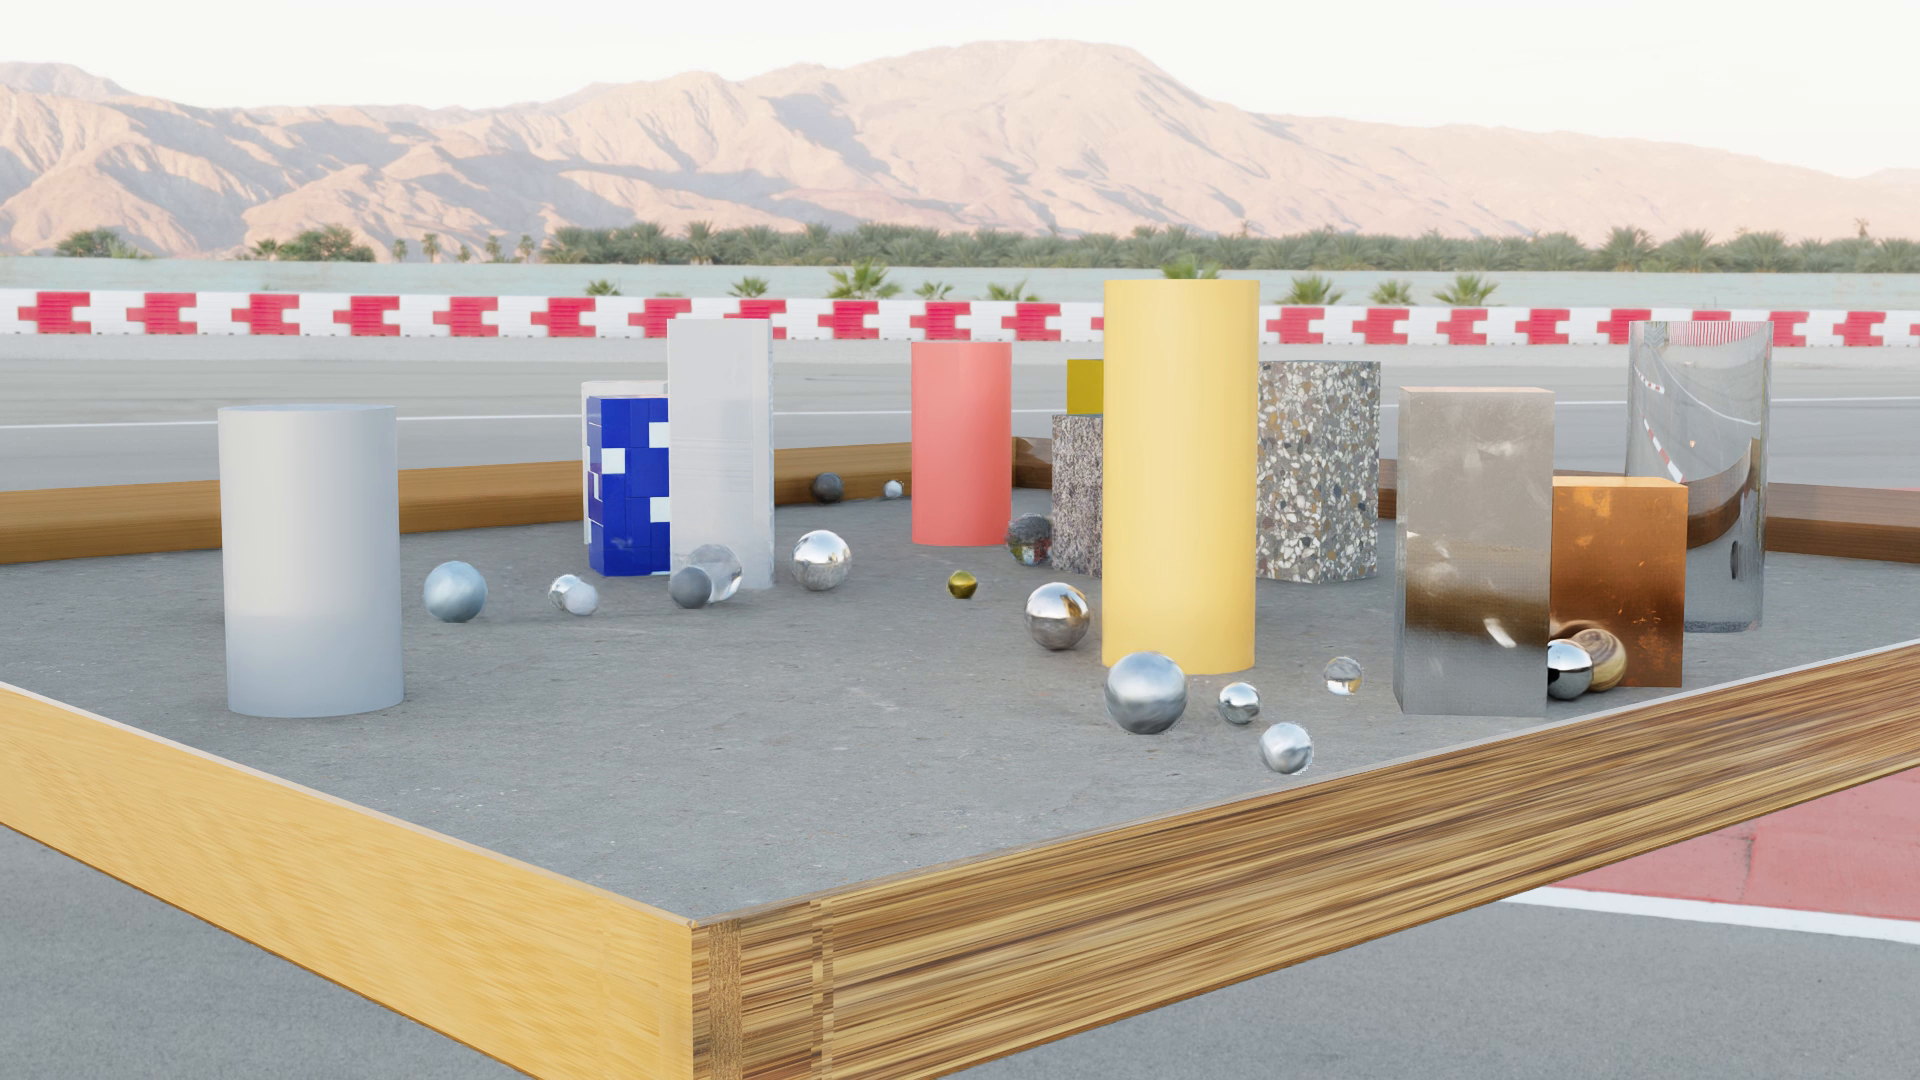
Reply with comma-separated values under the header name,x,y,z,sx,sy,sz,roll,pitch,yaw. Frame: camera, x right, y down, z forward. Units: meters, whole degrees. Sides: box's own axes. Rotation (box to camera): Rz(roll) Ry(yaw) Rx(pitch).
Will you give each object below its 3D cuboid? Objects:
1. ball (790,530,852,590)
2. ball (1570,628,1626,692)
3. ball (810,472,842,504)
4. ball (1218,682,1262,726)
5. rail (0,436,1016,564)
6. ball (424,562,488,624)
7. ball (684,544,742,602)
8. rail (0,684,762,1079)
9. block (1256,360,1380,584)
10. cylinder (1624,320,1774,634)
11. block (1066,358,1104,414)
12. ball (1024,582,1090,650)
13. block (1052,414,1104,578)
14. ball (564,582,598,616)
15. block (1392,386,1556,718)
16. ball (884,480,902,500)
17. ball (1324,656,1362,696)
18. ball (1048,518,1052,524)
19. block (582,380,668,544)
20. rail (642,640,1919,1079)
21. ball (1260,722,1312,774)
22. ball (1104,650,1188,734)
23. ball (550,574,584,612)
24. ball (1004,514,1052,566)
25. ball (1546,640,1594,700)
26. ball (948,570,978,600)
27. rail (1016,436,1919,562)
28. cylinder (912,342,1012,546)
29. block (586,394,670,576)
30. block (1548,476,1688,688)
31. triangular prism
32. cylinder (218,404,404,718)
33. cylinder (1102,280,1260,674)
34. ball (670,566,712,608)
name,x,y,z,sx,sy,sz,roll,pitch,yaw
ball,-0.220,0.033,3.479,0.096,0.096,0.096,0,6,0
ball,0.738,0.140,2.563,0.073,0.073,0.073,0,6,0
ball,-0.304,-0.117,5.008,0.073,0.073,0.073,0,6,0
ball,0.300,0.176,2.357,0.046,0.046,0.046,0,6,0
rail,-1.012,-0.082,4.423,3.180,0.125,0.045,-6,8,-42
ball,-0.716,0.074,3.122,0.088,0.088,0.088,0,6,0
ball,-0.376,0.050,3.349,0.088,0.088,0.088,0,6,0
rail,-1.151,0.144,2.276,0.045,0.125,3.033,-6,8,-42
block,0.587,-0.118,3.660,0.154,0.358,0.154,-6,8,-43
cylinder,1.037,-0.094,3.101,0.192,0.427,0.192,0,6,0
block,0.304,-0.162,4.115,0.154,0.350,0.154,-3,7,-26
ball,0.127,0.099,2.882,0.088,0.088,0.088,0,6,0
block,0.263,-0.079,3.735,0.154,0.264,0.154,-3,7,-30
ball,-0.551,0.086,3.196,0.048,0.048,0.048,0,6,0
block,0.573,0.009,2.469,0.154,0.355,0.154,1,6,7
ball,-0.157,-0.117,5.151,0.044,0.044,0.044,0,6,0
ball,0.442,0.157,2.540,0.045,0.045,0.045,0,6,0
ball,0.192,-0.018,4.109,0.065,0.065,0.065,0,6,0
block,-0.638,-0.152,4.232,0.154,0.305,0.154,0,6,-2
rail,1.012,0.147,2.241,3.180,0.125,0.045,-6,8,-42
ball,0.312,0.200,2.110,0.050,0.050,0.050,0,6,0
ball,0.195,0.160,2.306,0.089,0.089,0.089,0,6,0
ball,-0.576,0.078,3.242,0.054,0.054,0.054,0,6,0
ball,0.123,0.000,3.816,0.090,0.090,0.090,0,6,0
ball,0.689,0.148,2.512,0.069,0.069,0.069,0,6,0
ball,0.004,0.069,3.381,0.045,0.045,0.045,0,6,0
rail,1.151,-0.079,4.388,0.045,0.125,3.033,-6,8,-42
cylinder,0.003,-0.188,4.212,0.192,0.381,0.192,0,6,0
block,-0.545,-0.096,3.746,0.154,0.296,0.154,-2,6,-19
block,0.782,0.047,2.663,0.154,0.237,0.154,1,6,6
triangular prism,-0.372,-0.143,3.561,0.166,0.428,0.144,1,6,7
cylinder,-0.731,0.018,2.481,0.192,0.334,0.192,0,6,0
cylinder,0.275,-0.084,2.752,0.192,0.479,0.192,0,6,0
ball,-0.400,0.071,3.271,0.063,0.063,0.063,0,6,0
